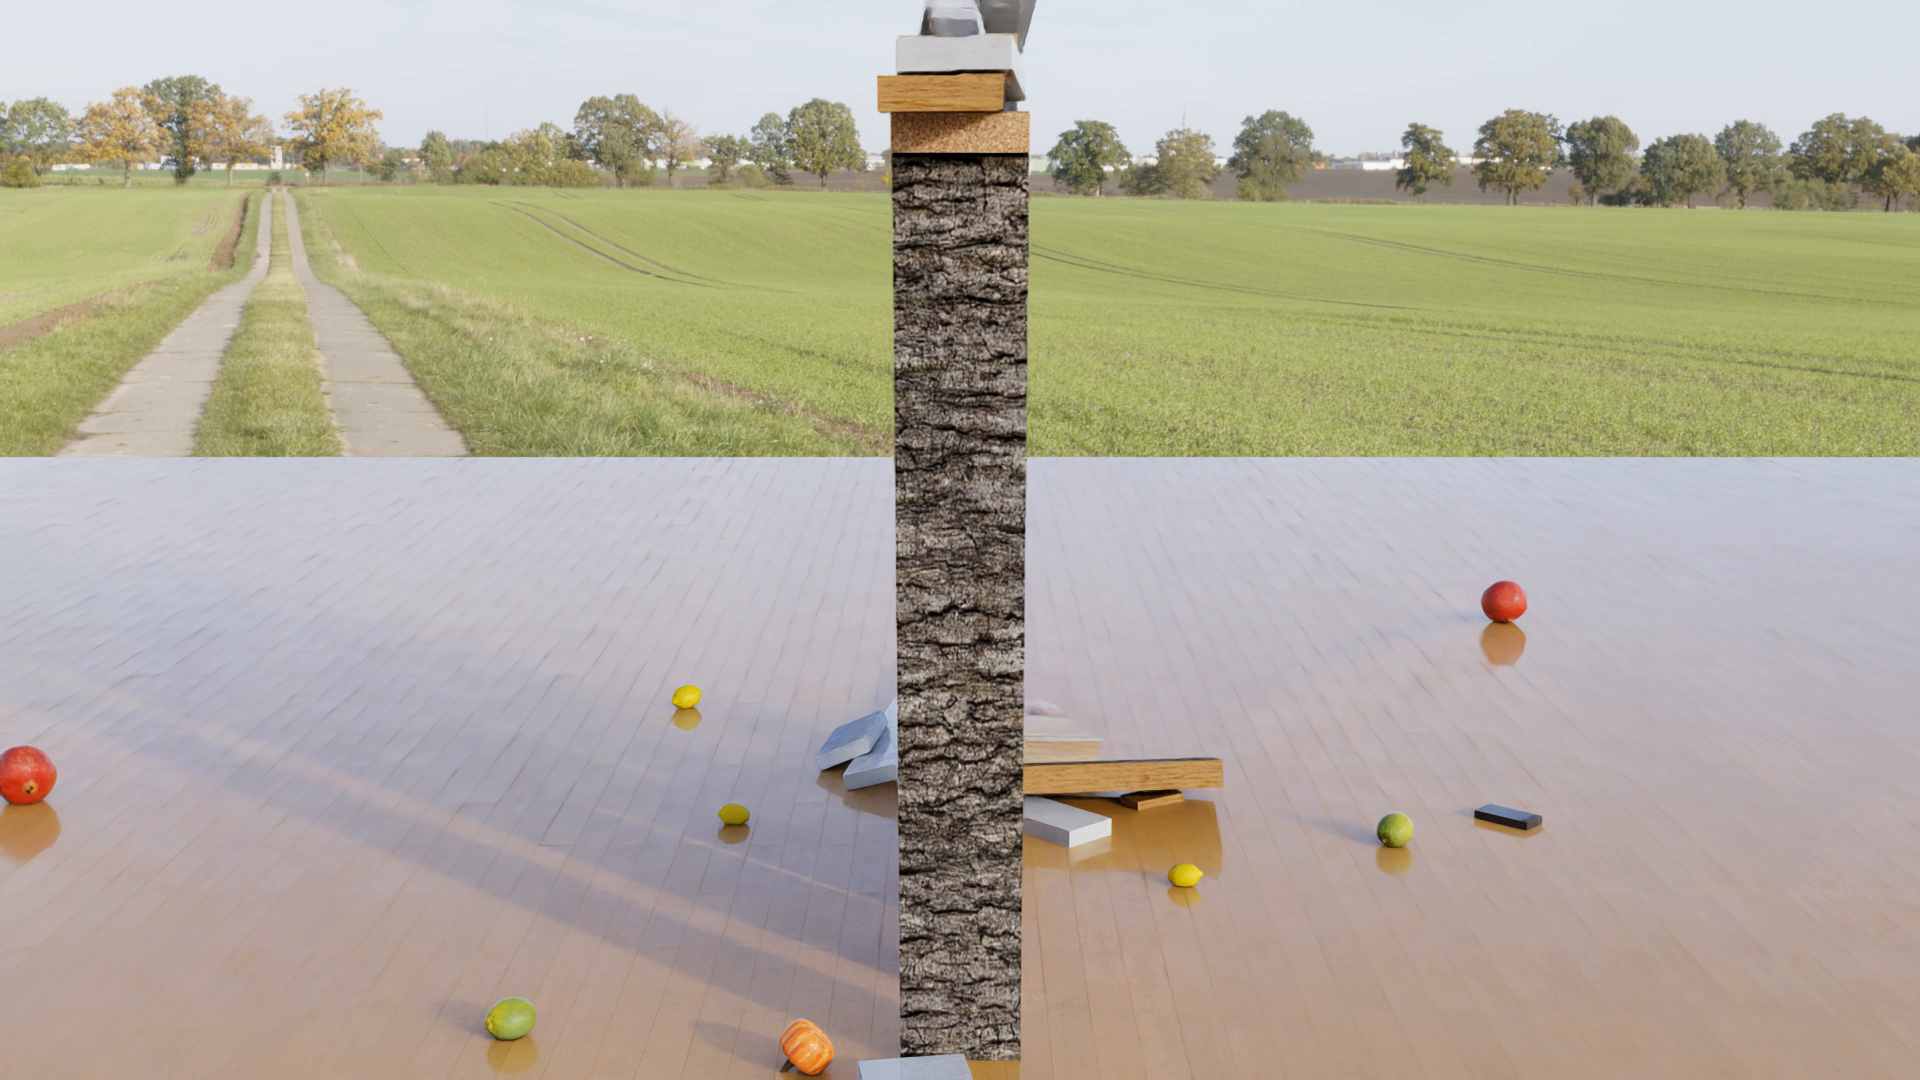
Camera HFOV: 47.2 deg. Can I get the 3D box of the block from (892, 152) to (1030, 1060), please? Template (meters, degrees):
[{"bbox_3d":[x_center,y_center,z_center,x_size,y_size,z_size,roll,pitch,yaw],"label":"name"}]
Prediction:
[{"bbox_3d":[0.001,0.120,2.840,0.164,1.232,0.047,0,18,0],"label":"block"}]

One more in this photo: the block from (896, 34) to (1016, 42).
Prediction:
[{"bbox_3d":[-0.005,-0.645,3.224,0.167,0.047,0.334,0,-13,0],"label":"block"}]

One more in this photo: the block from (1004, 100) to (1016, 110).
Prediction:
[{"bbox_3d":[-0.004,-0.430,3.086,0.167,0.430,0.047,0,-6,0],"label":"block"}]

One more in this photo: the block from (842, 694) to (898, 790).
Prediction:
[{"bbox_3d":[-0.093,0.355,4.772,0.108,0.031,1.115,-14,8,10],"label":"block"}]

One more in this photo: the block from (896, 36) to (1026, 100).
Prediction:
[{"bbox_3d":[0.005,-0.599,2.805,0.142,0.040,0.283,0,4,5],"label":"block"}]

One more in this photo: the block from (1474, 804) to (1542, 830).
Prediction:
[{"bbox_3d":[1.010,0.511,4.054,0.109,0.015,0.054,10,14,43],"label":"block"}]

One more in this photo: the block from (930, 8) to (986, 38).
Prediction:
[{"bbox_3d":[0.004,-0.664,2.958,0.064,0.018,0.128,6,-28,15],"label":"block"}]

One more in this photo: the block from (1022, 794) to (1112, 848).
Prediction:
[{"bbox_3d":[0.160,0.510,4.014,0.108,0.031,0.217,-10,14,-42],"label":"block"}]

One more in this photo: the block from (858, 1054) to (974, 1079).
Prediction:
[{"bbox_3d":[-0.034,0.742,2.740,0.142,0.040,0.386,-2,11,-9],"label":"block"}]

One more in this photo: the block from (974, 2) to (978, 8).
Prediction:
[{"bbox_3d":[-0.007,-0.720,3.131,0.064,0.018,0.128,3,-24,1],"label":"block"}]

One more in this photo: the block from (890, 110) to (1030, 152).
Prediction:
[{"bbox_3d":[0.001,-0.512,2.747,0.164,0.047,0.329,0,11,0],"label":"block"}]

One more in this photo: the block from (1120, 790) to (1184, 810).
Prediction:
[{"bbox_3d":[0.365,0.489,4.168,0.109,0.015,0.054,-7,11,-32],"label":"block"}]

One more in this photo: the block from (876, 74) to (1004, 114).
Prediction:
[{"bbox_3d":[-0.021,-0.528,2.604,0.142,0.040,0.284,-1,11,1],"label":"block"}]

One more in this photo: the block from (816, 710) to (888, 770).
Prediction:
[{"bbox_3d":[-0.218,0.405,4.467,0.108,0.031,0.217,-22,7,11],"label":"block"}]

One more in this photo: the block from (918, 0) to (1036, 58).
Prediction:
[{"bbox_3d":[0.021,-0.743,3.151,0.151,0.043,0.301,7,-24,-6],"label":"block"}]

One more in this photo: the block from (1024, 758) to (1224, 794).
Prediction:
[{"bbox_3d":[0.244,0.445,4.144,0.485,0.051,0.180,-2,-4,1],"label":"block"}]

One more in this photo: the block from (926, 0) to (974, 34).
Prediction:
[{"bbox_3d":[-0.010,-0.720,3.057,0.064,0.018,0.128,1,-14,5],"label":"block"}]

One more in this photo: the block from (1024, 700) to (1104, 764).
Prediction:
[{"bbox_3d":[0.091,0.378,4.352,0.359,0.051,0.180,5,21,-41],"label":"block"}]
